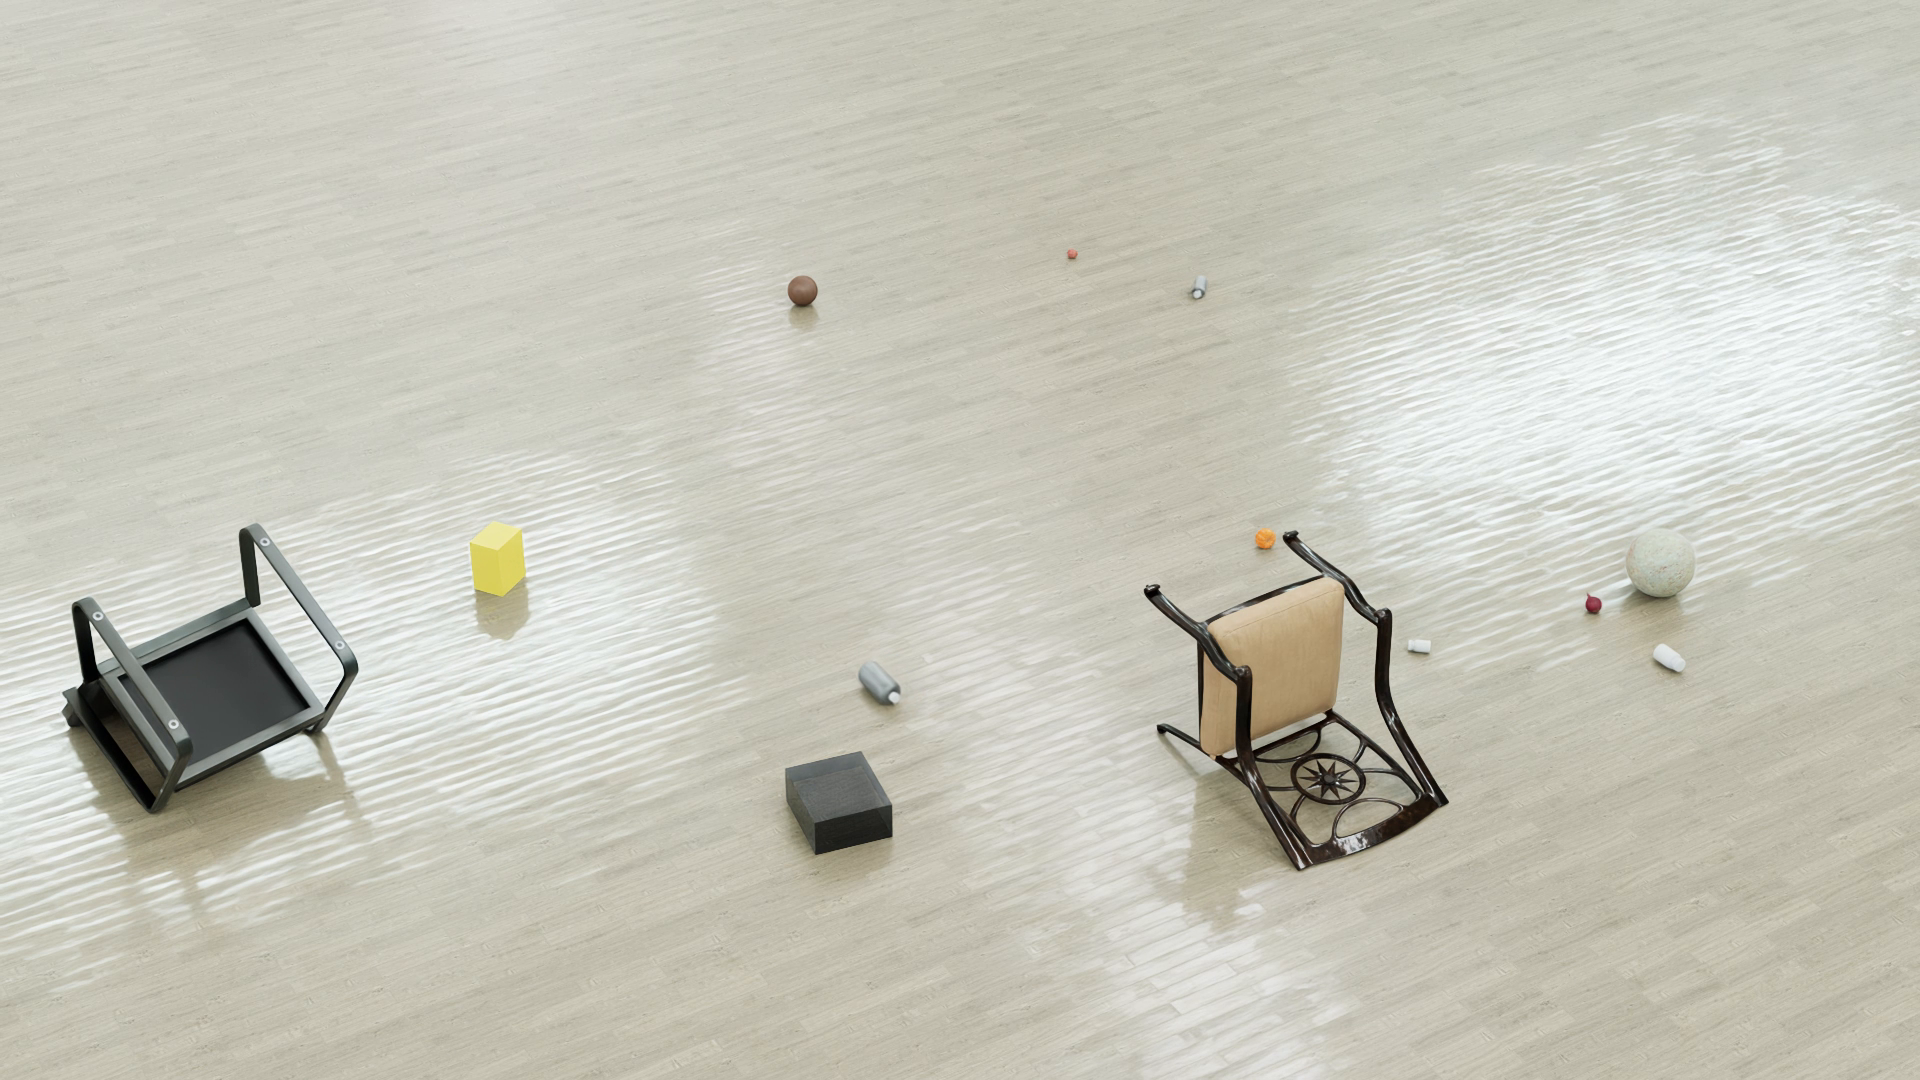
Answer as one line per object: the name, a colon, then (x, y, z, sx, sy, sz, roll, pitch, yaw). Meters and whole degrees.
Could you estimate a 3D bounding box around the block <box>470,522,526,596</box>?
block: (-1.680, 0.068, 10.657, 0.121, 0.202, 0.157, 15, 36, 21)

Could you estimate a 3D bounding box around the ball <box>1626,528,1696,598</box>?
ball: (2.533, 0.082, 10.593, 0.249, 0.249, 0.249, 0, 33, 0)

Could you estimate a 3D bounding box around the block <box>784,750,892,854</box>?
block: (-0.394, 0.853, 9.529, 0.264, 0.133, 0.302, -12, 35, -17)
